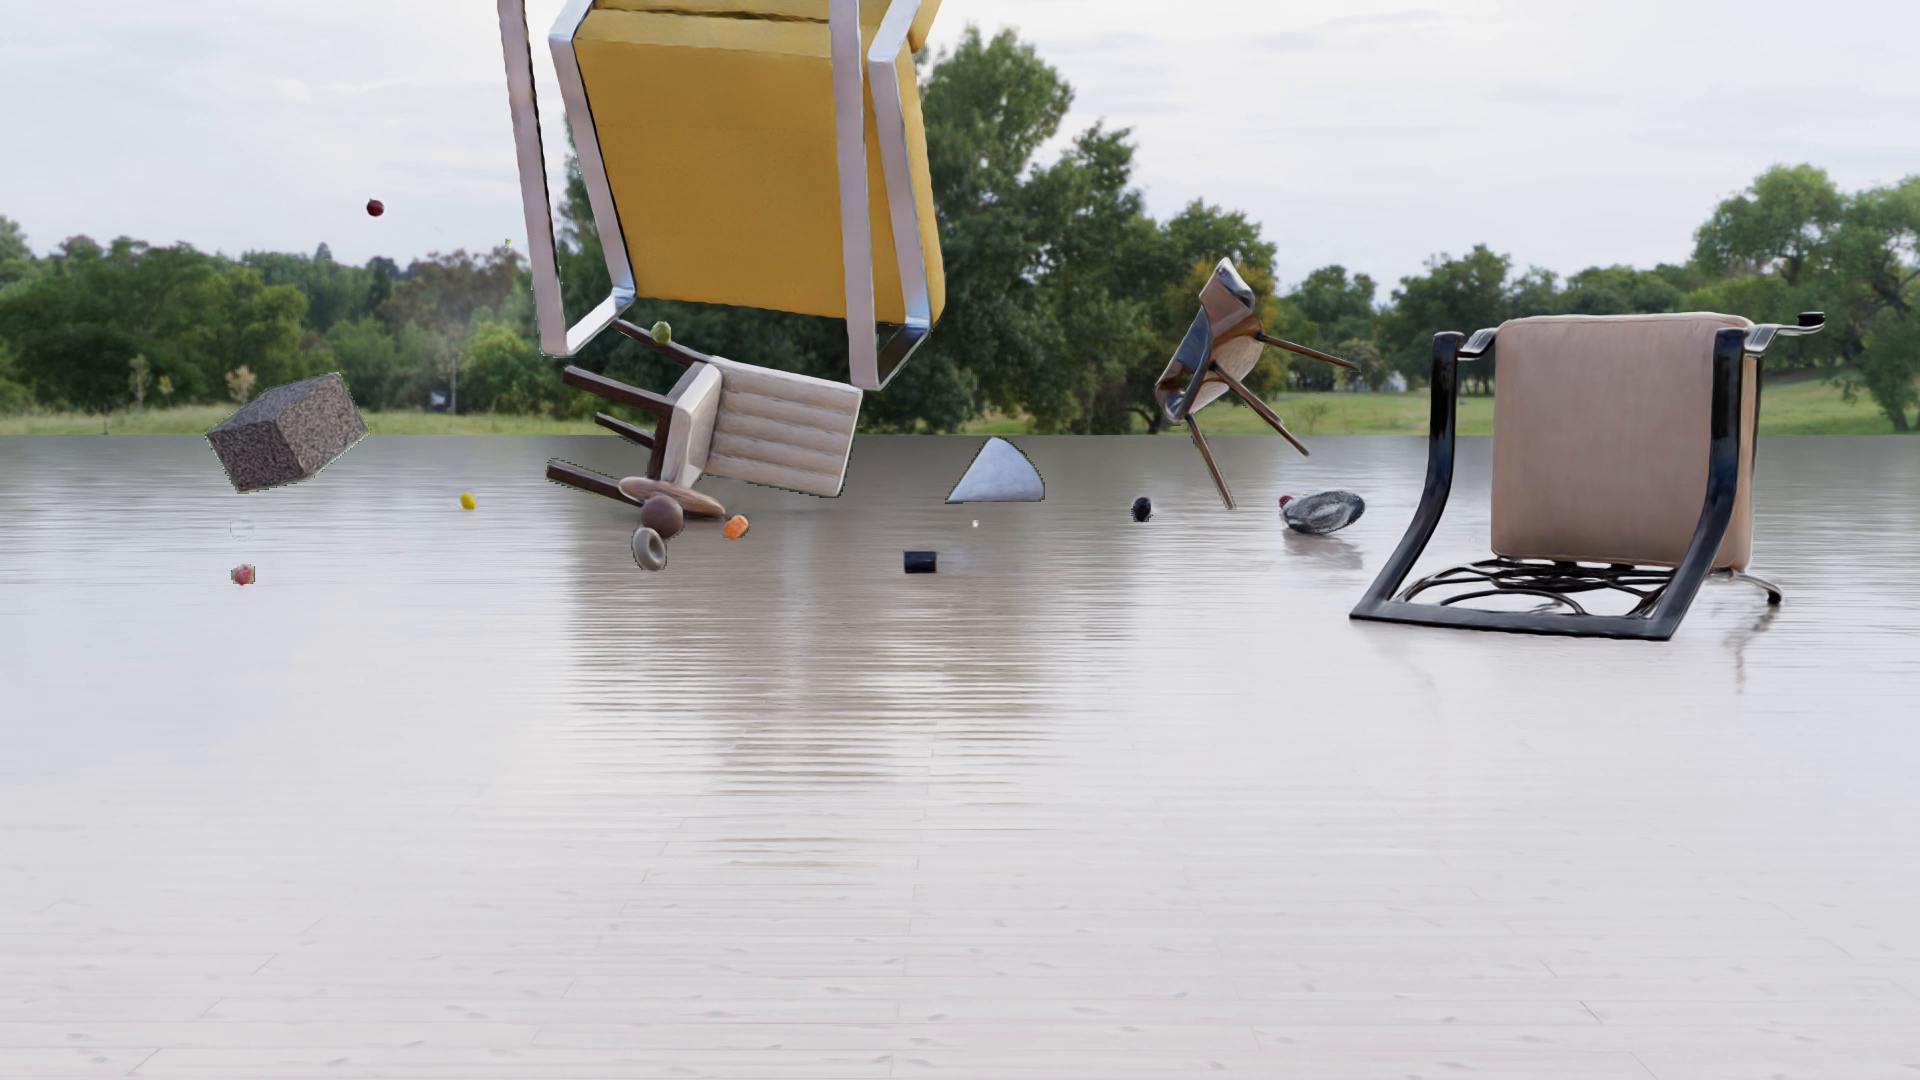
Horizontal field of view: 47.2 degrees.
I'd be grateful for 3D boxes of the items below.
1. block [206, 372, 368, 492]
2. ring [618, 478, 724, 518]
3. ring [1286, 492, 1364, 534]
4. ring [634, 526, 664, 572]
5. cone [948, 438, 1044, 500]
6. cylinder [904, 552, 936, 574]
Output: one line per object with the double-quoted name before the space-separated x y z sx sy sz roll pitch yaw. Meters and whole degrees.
"block" -1.942 -0.311 6.356 0.298 0.194 0.274 -8 27 34
"ring" -1.003 -0.145 7.638 0.386 0.074 0.305 14 -6 13
"ring" 1.131 -0.084 6.807 0.270 0.144 0.062 -11 -42 36
"ring" -0.766 0.022 5.426 0.048 0.114 0.071 -7 15 41
"cone" 0.072 -0.186 7.323 0.285 0.166 0.303 -26 50 -27
"cylinder" -0.096 0.055 5.356 0.075 0.047 0.061 -1 -40 3
